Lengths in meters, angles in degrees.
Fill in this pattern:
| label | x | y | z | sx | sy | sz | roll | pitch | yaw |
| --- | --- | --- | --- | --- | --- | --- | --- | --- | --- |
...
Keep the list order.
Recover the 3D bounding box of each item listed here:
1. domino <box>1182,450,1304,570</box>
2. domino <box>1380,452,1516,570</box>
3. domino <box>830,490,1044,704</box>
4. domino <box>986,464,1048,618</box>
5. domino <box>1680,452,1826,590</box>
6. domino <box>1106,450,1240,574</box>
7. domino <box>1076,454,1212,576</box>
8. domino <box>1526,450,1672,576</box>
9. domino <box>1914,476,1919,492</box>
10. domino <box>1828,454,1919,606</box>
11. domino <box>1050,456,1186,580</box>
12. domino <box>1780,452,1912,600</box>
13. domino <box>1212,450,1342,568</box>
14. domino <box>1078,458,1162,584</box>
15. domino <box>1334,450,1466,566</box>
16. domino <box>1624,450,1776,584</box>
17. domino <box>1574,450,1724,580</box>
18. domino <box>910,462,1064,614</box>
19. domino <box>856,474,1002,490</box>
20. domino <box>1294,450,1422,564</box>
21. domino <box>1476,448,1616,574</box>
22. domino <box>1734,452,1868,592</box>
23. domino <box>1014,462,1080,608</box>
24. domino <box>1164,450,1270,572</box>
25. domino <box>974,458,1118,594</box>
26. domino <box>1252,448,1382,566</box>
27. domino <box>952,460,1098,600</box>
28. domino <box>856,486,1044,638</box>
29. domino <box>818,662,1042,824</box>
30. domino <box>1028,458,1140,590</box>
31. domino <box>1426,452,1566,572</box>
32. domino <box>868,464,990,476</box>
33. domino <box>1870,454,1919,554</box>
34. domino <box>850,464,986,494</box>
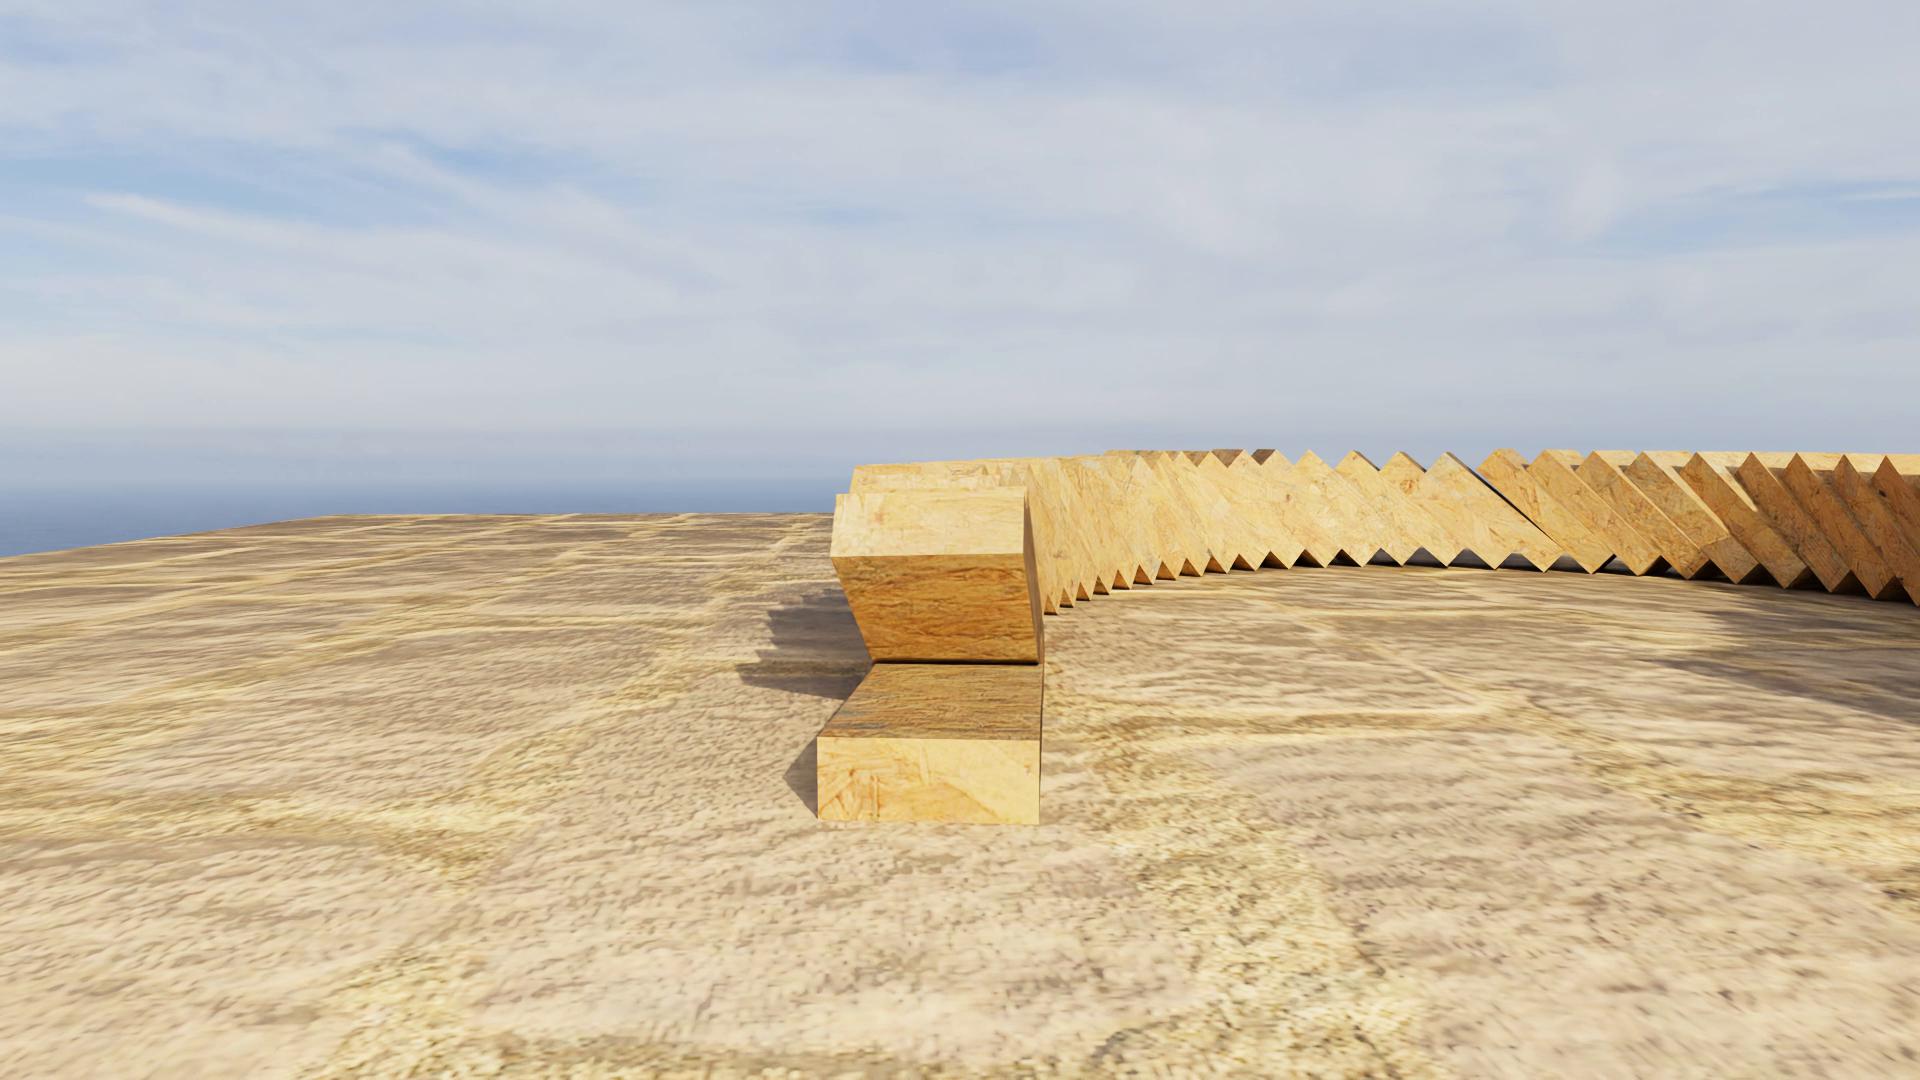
| label | x | y | z | sx | sy | sz | roll | pitch | yaw |
| --- | --- | --- | --- | --- | --- | --- | --- | --- | --- |
| domino | 0.093 | -0.011 | 0.440 | 0.050 | 0.009 | 0.025 | 42 | -10 | -17 |
| domino | 0.170 | -0.011 | 0.448 | 0.050 | 0.010 | 0.025 | 44 | 19 | 16 |
| domino | -0.001 | 0.010 | 0.188 | 0.025 | 0.009 | 0.050 | -1 | -30 | 7 |
| domino | 0.002 | 0.001 | 0.292 | 0.025 | 0.009 | 0.050 | 1 | -34 | 20 |
| domino | 0.248 | -0.007 | 0.393 | 0.025 | 0.009 | 0.050 | -1 | 46 | -20 |
| domino | 0.068 | -0.009 | 0.419 | 0.025 | 0.009 | 0.050 | 5 | -35 | 51 |
| domino | 0.057 | -0.008 | 0.407 | 0.025 | 0.009 | 0.050 | 4 | -33 | 45 |
| domino | 0.216 | -0.010 | 0.430 | 0.025 | 0.009 | 0.050 | -3 | 47 | -43 |
| domino | 0.261 | -0.001 | 0.316 | 0.025 | 0.010 | 0.050 | 1 | 44 | 8 |
| domino | 0.262 | -0.003 | 0.348 | 0.025 | 0.009 | 0.050 | 1 | 44 | 1 |
| domino | 0.047 | -0.006 | 0.394 | 0.025 | 0.009 | 0.050 | 4 | -33 | 40 |
| domino | 0.259 | -0.005 | 0.364 | 0.025 | 0.009 | 0.050 | 1 | 45 | -5 |
| domino | 0.107 | -0.011 | 0.447 | 0.050 | 0.009 | 0.025 | 42 | -5 | -12 |
| domino | 0.038 | -0.005 | 0.380 | 0.025 | 0.009 | 0.050 | 3 | -33 | 36 |
| domino | 0.156 | -0.012 | 0.454 | 0.050 | 0.009 | 0.025 | 44 | 17 | 15 |
| domino | 0.238 | -0.008 | 0.407 | 0.025 | 0.009 | 0.050 | -2 | 46 | -30 |
| domino | 0.228 | -0.009 | 0.419 | 0.025 | 0.009 | 0.050 | -3 | 47 | -36 |
| domino | 0.006 | 0.000 | 0.307 | 0.025 | 0.009 | 0.050 | 2 | -33 | 22 |
| domino | -0.003 | 0.006 | 0.243 | 0.025 | 0.010 | 0.050 | 1 | -32 | 7 |
| domino | 0.140 | -0.012 | 0.457 | 0.050 | 0.010 | 0.025 | 43 | 12 | 9 |
| domino | 0.201 | -0.011 | 0.437 | 0.050 | 0.009 | 0.025 | 50 | 29 | 22 |
| domino | 0.256 | -0.006 | 0.379 | 0.025 | 0.009 | 0.050 | 0 | 45 | -10 |
| domino | 0.011 | -0.001 | 0.322 | 0.025 | 0.009 | 0.050 | 2 | -33 | 24 |
| domino | 0.079 | -0.010 | 0.432 | 0.050 | 0.009 | 0.025 | 44 | -15 | -23 |
| domino | 0.023 | -0.003 | 0.352 | 0.025 | 0.009 | 0.050 | 2 | -34 | 30 |
| domino | 0.123 | -0.012 | 0.453 | 0.050 | 0.010 | 0.025 | 42 | 2 | -4 |
| domino | 0.017 | -0.002 | 0.337 | 0.025 | 0.009 | 0.050 | 2 | -33 | 27 |
| domino | 0.000 | 0.009 | 0.205 | 0.025 | 0.009 | 0.050 | -1 | -30 | 6 |
| domino | -0.002 | 0.025 | 0.169 | 0.025 | 0.009 | 0.050 | 0 | 4 | 4 |
| domino | 0.030 | -0.004 | 0.366 | 0.025 | 0.009 | 0.050 | 3 | -33 | 33 |
| domino | 0.184 | -0.010 | 0.442 | 0.050 | 0.009 | 0.025 | 44 | 20 | 16 |
| domino | -0.002 | 0.003 | 0.276 | 0.025 | 0.009 | 0.050 | 1 | -34 | 17 |
| domino | 0.262 | -0.002 | 0.332 | 0.025 | 0.009 | 0.050 | 0 | 45 | 5 |
| domino | -0.004 | 0.004 | 0.260 | 0.025 | 0.009 | 0.050 | 0 | -34 | 13 |
